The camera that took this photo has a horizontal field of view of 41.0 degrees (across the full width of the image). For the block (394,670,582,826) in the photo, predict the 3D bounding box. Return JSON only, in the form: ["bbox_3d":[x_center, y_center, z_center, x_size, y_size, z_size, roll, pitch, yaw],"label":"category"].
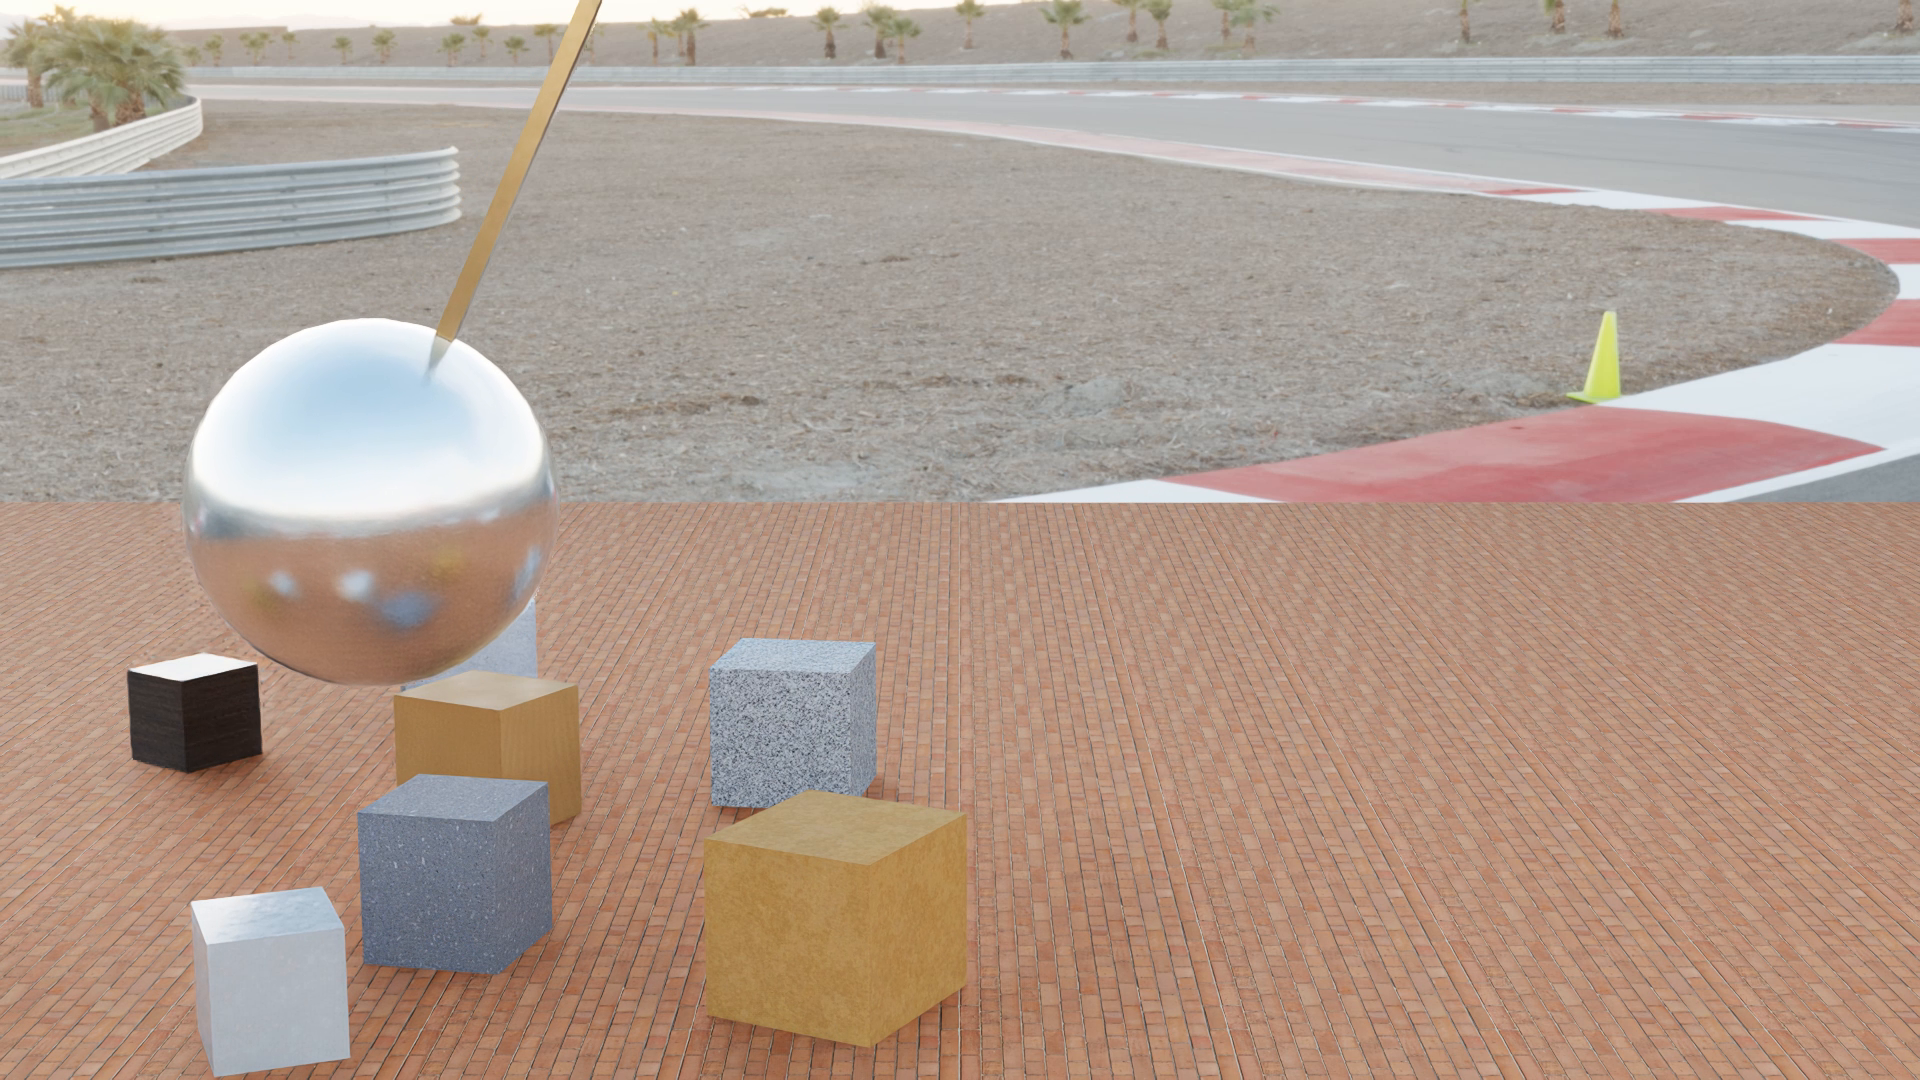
[{"bbox_3d":[-2.239,1.019,12.183,0.633,0.636,0.586,6,12,28],"label":"block"}]

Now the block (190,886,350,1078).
[{"bbox_3d":[-2.521,1.603,9.369,0.477,0.493,0.510,-4,11,-22],"label":"block"}]

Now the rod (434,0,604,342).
[{"bbox_3d":[-1.106,-3.189,10.601,0.080,5.200,0.080,25,9,-4],"label":"rod"}]

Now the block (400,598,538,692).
[{"bbox_3d":[-2.754,0.619,14.325,0.711,0.657,0.671,-3,11,-15],"label":"block"}]

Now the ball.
[{"bbox_3d":[-2.552,-0.161,11.151,1.600,1.600,1.600,0,10,0],"label":"ball"}]

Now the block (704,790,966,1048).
[{"bbox_3d":[-0.465,1.424,9.797,0.712,0.693,0.757,5,12,27],"label":"block"}]

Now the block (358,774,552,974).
[{"bbox_3d":[-2.039,1.345,10.411,0.573,0.628,0.583,2,11,12],"label":"block"}]

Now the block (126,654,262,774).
[{"bbox_3d":[-3.967,0.893,13.308,0.438,0.480,0.482,7,12,35],"label":"block"}]

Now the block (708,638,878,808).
[{"bbox_3d":[-0.814,0.903,12.686,0.690,0.685,0.682,2,10,9],"label":"block"}]
